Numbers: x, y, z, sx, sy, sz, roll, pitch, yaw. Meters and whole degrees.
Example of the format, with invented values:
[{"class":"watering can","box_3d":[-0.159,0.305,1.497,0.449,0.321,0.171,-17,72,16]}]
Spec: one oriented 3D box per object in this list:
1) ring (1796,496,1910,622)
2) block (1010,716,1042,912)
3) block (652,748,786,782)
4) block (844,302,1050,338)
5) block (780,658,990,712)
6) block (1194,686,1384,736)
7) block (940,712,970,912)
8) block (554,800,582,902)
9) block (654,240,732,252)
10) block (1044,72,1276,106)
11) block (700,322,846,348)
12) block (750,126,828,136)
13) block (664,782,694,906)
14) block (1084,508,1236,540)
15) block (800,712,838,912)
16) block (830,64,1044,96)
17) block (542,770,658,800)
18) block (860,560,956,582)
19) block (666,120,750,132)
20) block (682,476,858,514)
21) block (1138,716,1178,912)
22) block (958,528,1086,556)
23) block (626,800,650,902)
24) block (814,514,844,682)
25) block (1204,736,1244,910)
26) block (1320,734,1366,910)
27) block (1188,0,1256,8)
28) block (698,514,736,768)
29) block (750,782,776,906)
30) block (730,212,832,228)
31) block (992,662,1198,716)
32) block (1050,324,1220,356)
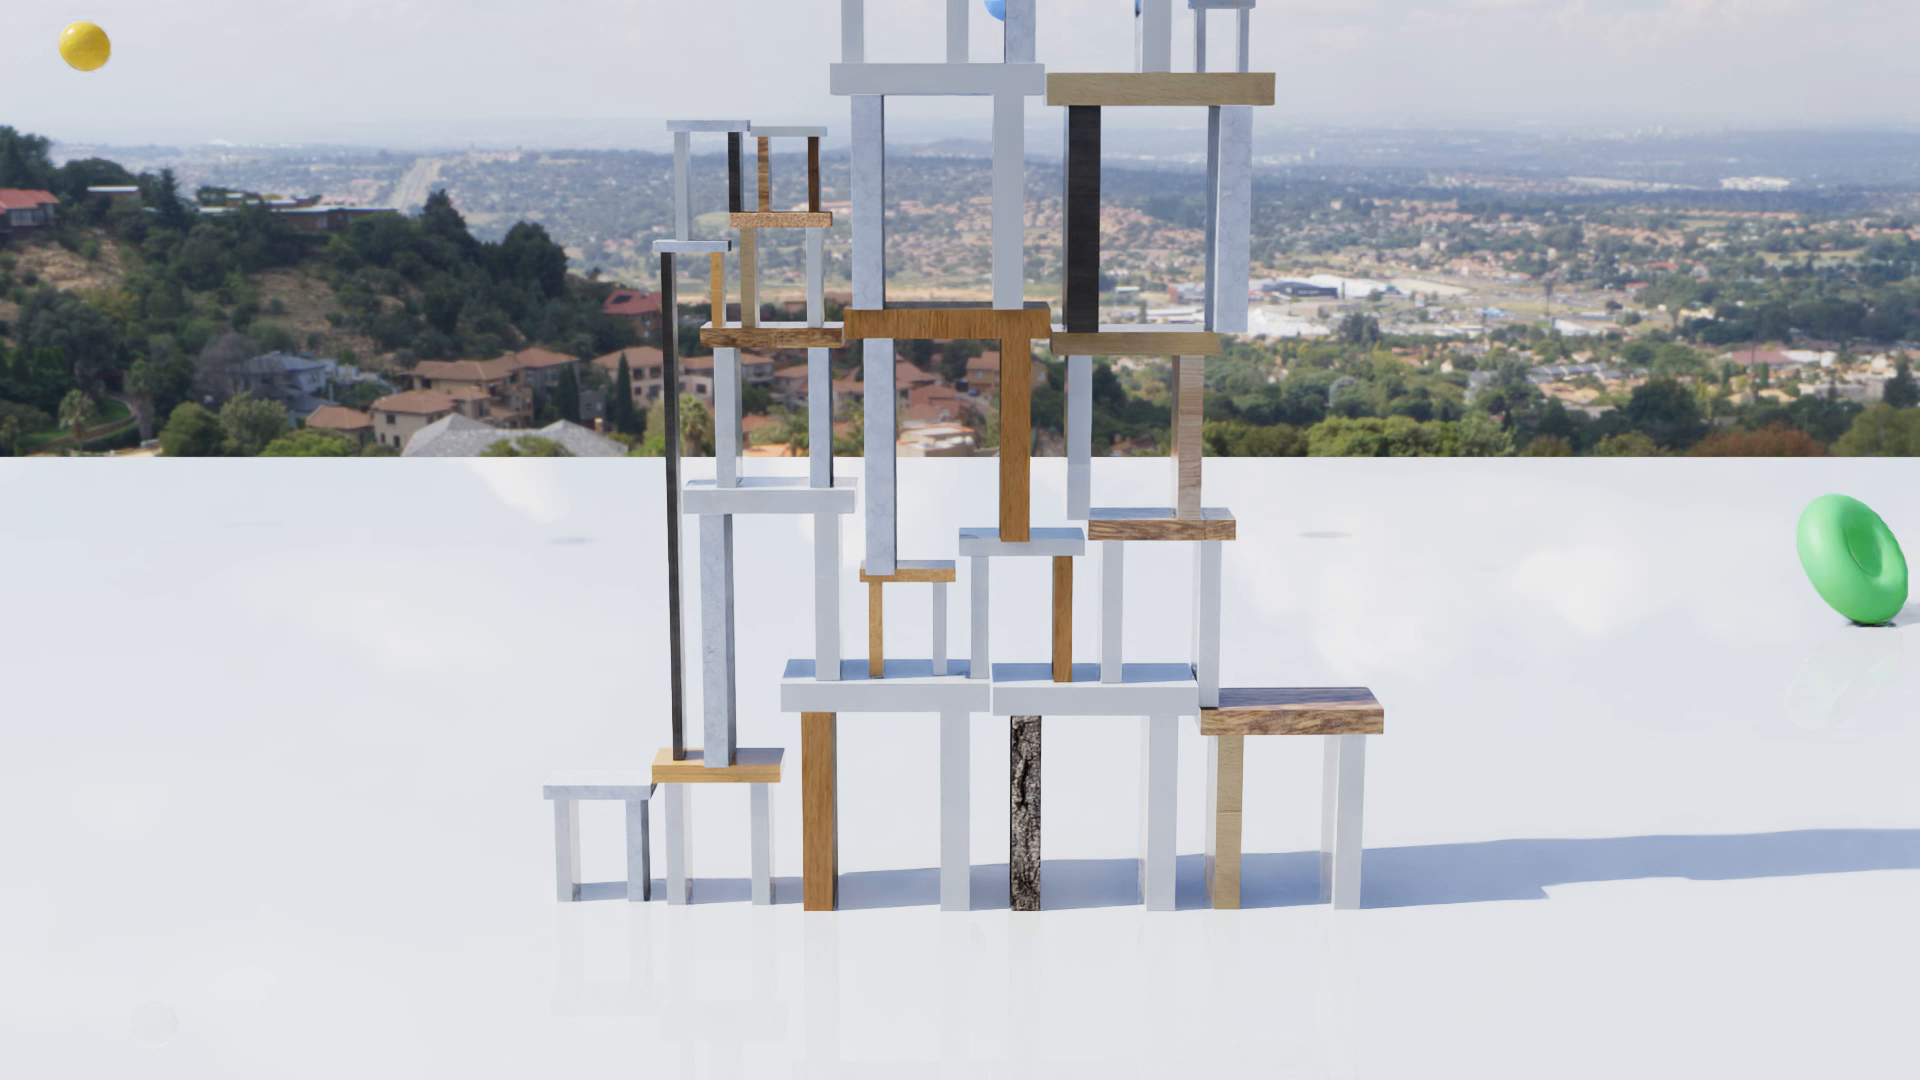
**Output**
[{"class":"ring","box_3d":[2.331,0.048,5.743,0.363,0.363,0.121,-9,-20,-39]},{"class":"block","box_3d":[0.108,0.428,3.637,0.047,0.329,0.165,0,11,0]},{"class":"block","box_3d":[-0.397,0.371,3.625,0.209,0.030,0.104,0,11,0]},{"class":"block","box_3d":[-0.020,-0.350,3.492,0.321,0.046,0.161,0,11,0]},{"class":"block","box_3d":[-0.120,0.238,3.603,0.335,0.047,0.167,0,11,0]},{"class":"block","box_3d":[0.534,0.280,3.608,0.294,0.042,0.147,0,11,0]},{"class":"block","box_3d":[-0.008,0.425,3.638,0.047,0.335,0.167,0,11,0]},{"class":"block","box_3d":[-0.652,0.503,3.656,0.025,0.176,0.088,0,11,0]},{"class":"block","box_3d":[-0.422,-0.464,3.472,0.117,0.017,0.058,0,11,0]},{"class":"block","box_3d":[0.306,-0.702,3.428,0.347,0.049,0.173,0,11,0]},{"class":"block","box_3d":[-0.297,-0.327,3.504,0.222,0.031,0.111,0,11,0]},{"class":"block","box_3d":[-0.267,-0.640,3.442,0.117,0.017,0.058,0,11,0]},{"class":"block","box_3d":[-0.466,0.488,3.647,0.030,0.209,0.104,0,11,0]},{"class":"block","box_3d":[0.322,-0.026,3.551,0.235,0.033,0.117,0,11,0]},{"class":"block","box_3d":[-0.231,0.425,3.638,0.047,0.335,0.167,0,11,0]},{"class":"block","box_3d":[-0.035,-0.716,3.421,0.327,0.046,0.163,0,11,0]},{"class":"block","box_3d":[-0.594,0.405,3.638,0.175,0.025,0.088,0,11,0]},{"class":"block","box_3d":[-0.085,0.050,3.574,0.155,0.022,0.077,0,11,0]},{"class":"block","box_3d":[-0.393,-0.648,3.441,0.125,0.018,0.063,0,11,0]},{"class":"block","box_3d":[-0.303,-0.073,3.546,0.273,0.039,0.136,0,11,0]},{"class":"block","box_3d":[0.327,0.428,3.637,0.047,0.329,0.165,0,11,0]},{"class":"block","box_3d":[0.099,0.003,3.556,0.202,0.029,0.101,0,11,0]},{"class":"block","box_3d":[-0.535,0.503,3.656,0.025,0.176,0.088,0,11,0]},{"class":"block","box_3d":[-0.212,0.080,3.574,0.039,0.273,0.136,0,11,0]},{"class":"block","box_3d":[0.436,0.446,3.639,0.042,0.294,0.147,0,11,0]},{"class":"block","box_3d":[0.632,0.446,3.639,0.042,0.294,0.147,0,11,0]},{"class":"block","box_3d":[0.405,-0.830,3.402,0.099,0.014,0.050,0,11,0]},{"class":"block","box_3d":[-0.394,0.151,3.587,0.039,0.417,0.136,0,11,0]},{"class":"block","box_3d":[-0.327,0.488,3.647,0.030,0.209,0.104,0,11,0]},{"class":"block","box_3d":[-0.281,-0.505,3.463,0.156,0.022,0.078,0,11,0]},{"class":"block","box_3d":[0.217,0.244,3.603,0.329,0.047,0.165,0,11,0]},{"class":"block","box_3d":[0.276,-0.319,3.500,0.262,0.037,0.131,0,11,0]}]
